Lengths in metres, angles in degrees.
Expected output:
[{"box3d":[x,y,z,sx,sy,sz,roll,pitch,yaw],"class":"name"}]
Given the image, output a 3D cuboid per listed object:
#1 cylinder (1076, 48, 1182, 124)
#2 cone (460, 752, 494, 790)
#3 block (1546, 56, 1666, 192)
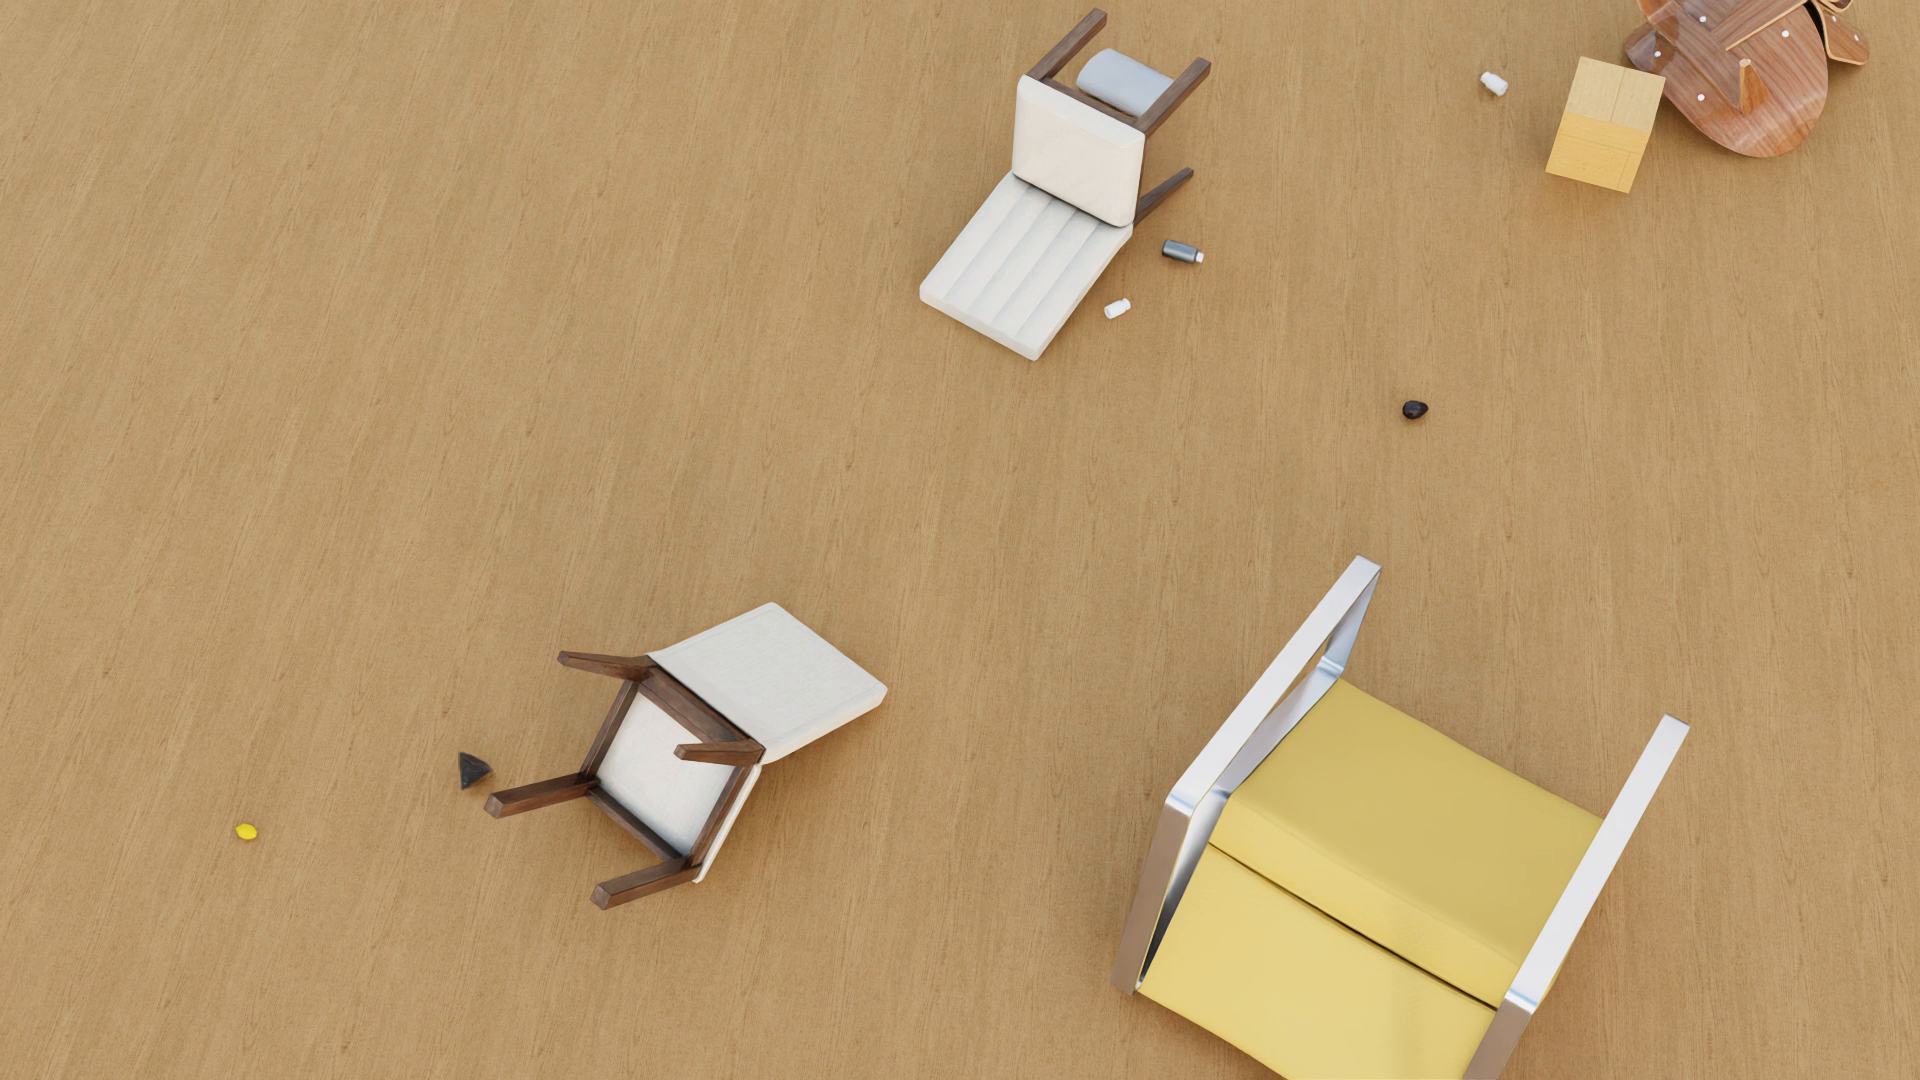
[{"box3d":[0.581,-1.554,7.529,0.279,0.131,0.250,31,44,19],"class":"cylinder"},{"box3d":[-1.362,0.657,6.106,0.120,0.094,0.093,25,88,47],"class":"cone"},{"box3d":[2.150,-1.384,7.332,0.283,0.283,0.270,17,58,11],"class":"block"}]
